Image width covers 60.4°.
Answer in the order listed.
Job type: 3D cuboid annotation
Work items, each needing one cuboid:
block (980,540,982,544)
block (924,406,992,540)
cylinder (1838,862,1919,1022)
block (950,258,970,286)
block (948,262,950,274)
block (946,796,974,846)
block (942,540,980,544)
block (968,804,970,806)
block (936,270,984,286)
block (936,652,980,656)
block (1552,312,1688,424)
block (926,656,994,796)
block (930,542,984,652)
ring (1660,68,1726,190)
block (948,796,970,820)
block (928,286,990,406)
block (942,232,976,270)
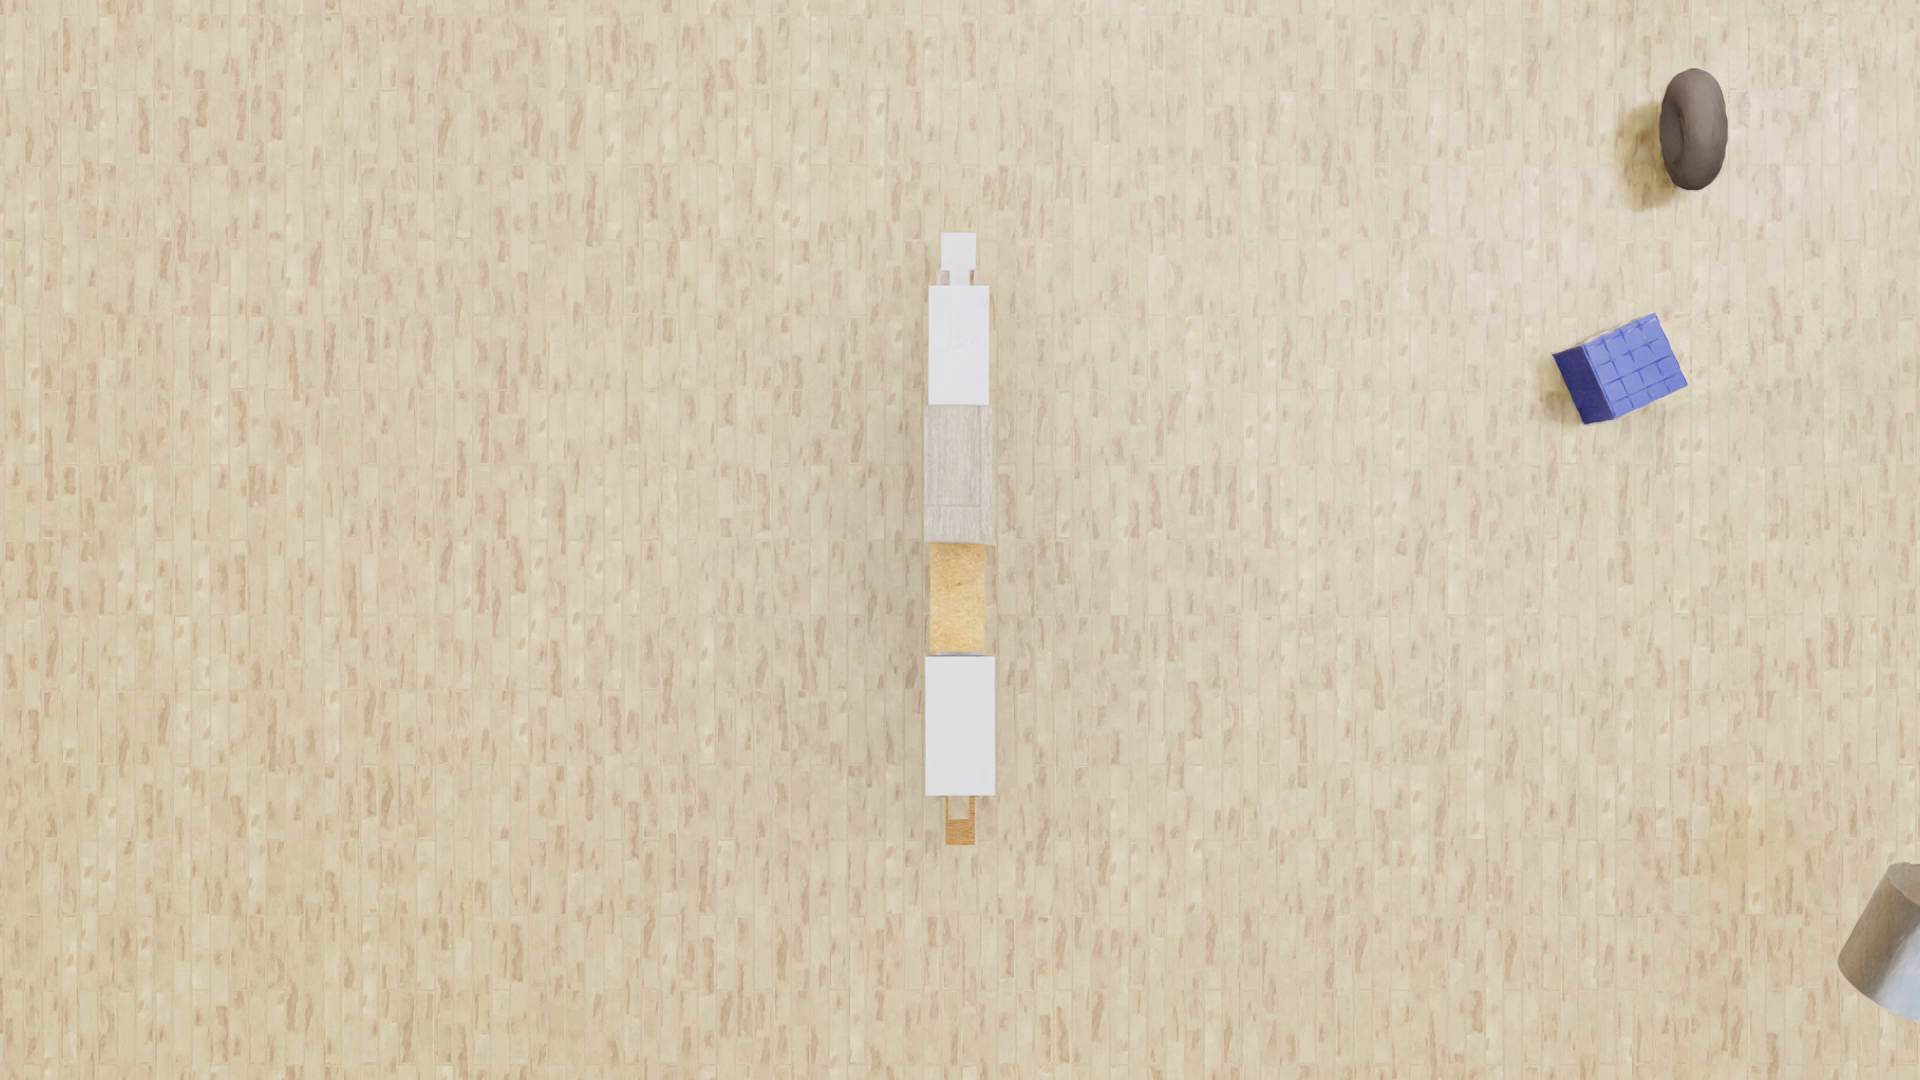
[{"bbox_3d":[0.004,-0.097,5.232,0.125,0.035,0.250,0,90,0],"label":"block"},{"bbox_3d":[-0.004,-0.168,4.175,0.170,0.048,0.340,0,90,0],"label":"block"},{"bbox_3d":[2.485,1.041,4.268,0.291,0.291,0.291,15,113,0],"label":"cylinder"},{"bbox_3d":[-0.001,-0.703,4.421,0.052,0.015,0.104,-2,90,0],"label":"block"},{"bbox_3d":[-0.004,-0.737,4.481,0.052,0.104,0.015,-1,90,0],"label":"block"},{"bbox_3d":[0.000,0.883,5.298,0.094,0.027,0.189,0,90,0],"label":"block"},{"bbox_3d":[0.002,-0.004,4.809,0.112,0.032,0.223,0,90,0],"label":"block"},{"bbox_3d":[-0.003,0.764,5.075,0.058,0.850,0.016,0,90,0],"label":"block"},{"bbox_3d":[0.002,-0.612,4.552,0.131,0.037,0.262,-1,90,0],"label":"block"},{"bbox_3d":[-0.004,0.237,4.706,0.125,0.035,0.250,0,90,0],"label":"block"},{"bbox_3d":[2.146,-0.555,5.372,0.256,0.256,0.256,-24,90,0],"label":"block"},{"bbox_3d":[0.000,0.483,4.304,0.180,0.051,0.359,0,90,0],"label":"block"},{"bbox_3d":[-0.007,0.152,4.381,0.144,0.041,0.287,0,90,0],"label":"block"},{"bbox_3d":[2.361,-1.321,5.313,0.129,0.386,0.386,-5,90,9],"label":"ring"},{"bbox_3d":[-0.004,0.726,4.642,0.058,0.016,0.116,-1,90,0],"label":"block"},{"bbox_3d":[-0.003,-0.493,4.206,0.153,0.043,0.305,0,90,0],"label":"block"},{"bbox_3d":[-0.005,-0.868,5.266,0.109,0.031,0.219,0,90,0],"label":"block"}]
